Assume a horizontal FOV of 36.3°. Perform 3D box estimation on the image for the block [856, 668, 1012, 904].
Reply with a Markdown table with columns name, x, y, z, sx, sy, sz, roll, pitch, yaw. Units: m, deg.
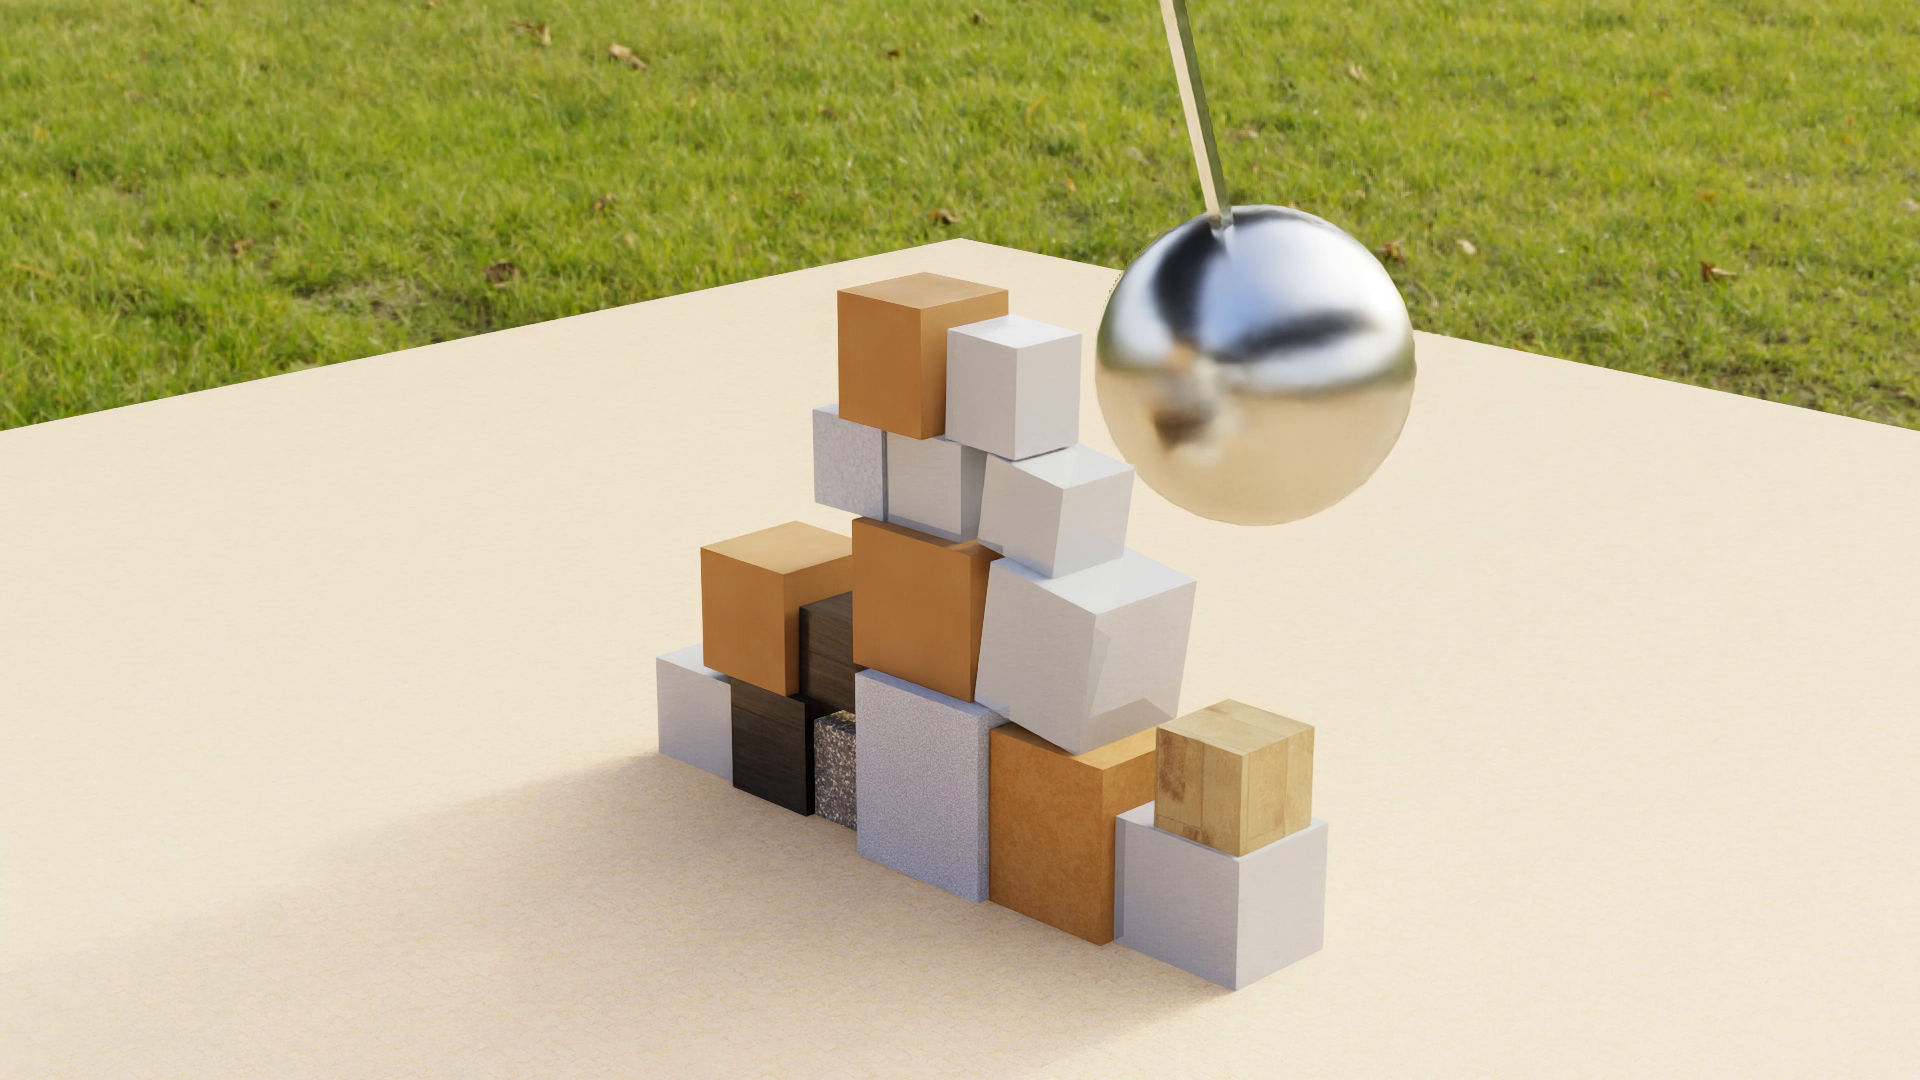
| name | x | y | z | sx | sy | sz | roll | pitch | yaw |
| --- | --- | --- | --- | --- | --- | --- | --- | --- | --- |
| block | 0.102 | 1.031 | 13.570 | 0.855 | 0.897 | 0.787 | -17 | 24 | -42 |

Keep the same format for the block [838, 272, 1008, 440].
| name | x | y | z | sx | sy | sz | roll | pitch | yaw |
| --- | --- | --- | --- | --- | --- | --- | --- | --- | --- |
| block | -0.166 | -0.838 | 13.230 | 0.551 | 0.593 | 0.537 | -17 | 24 | -42 |

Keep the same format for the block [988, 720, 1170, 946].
| name | x | y | z | sx | sy | sz | roll | pitch | yaw |
| --- | --- | --- | --- | --- | --- | --- | --- | --- | --- |
| block | 0.607 | 1.229 | 13.062 | 0.672 | 0.823 | 0.677 | -17 | 24 | -42 |

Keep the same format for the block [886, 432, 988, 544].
| name | x | y | z | sx | sy | sz | roll | pitch | yaw |
| --- | --- | --- | --- | --- | --- | --- | --- | --- | --- |
| block | 0.011 | -0.300 | 13.258 | 0.490 | 0.450 | 0.470 | -17 | 24 | -42 |

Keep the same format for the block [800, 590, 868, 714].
| name | x | y | z | sx | sy | sz | roll | pitch | yaw |
| --- | --- | --- | --- | --- | --- | --- | --- | --- | --- |
| block | -0.432 | 0.534 | 13.983 | 0.456 | 0.437 | 0.493 | -17 | 25 | -42 |

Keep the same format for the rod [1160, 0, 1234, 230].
| name | x | y | z | sx | sy | sz | roll | pitch | yaw |
| --- | --- | --- | --- | --- | --- | --- | --- | --- | --- |
| rod | 0.636 | -3.661 | 12.857 | 0.080 | 5.200 | 0.080 | 17 | 44 | 42 |

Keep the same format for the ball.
| name | x | y | z | sx | sy | sz | roll | pitch | yaw |
| --- | --- | --- | --- | --- | --- | --- | --- | --- | --- |
| ball | 1.467 | -0.867 | 14.607 | 1.600 | 1.600 | 1.600 | 0 | 17 | 0 |

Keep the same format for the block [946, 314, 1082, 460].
| name | x | y | z | sx | sy | sz | roll | pitch | yaw |
| --- | --- | --- | --- | --- | --- | --- | --- | --- | --- |
| block | 0.234 | -0.676 | 12.877 | 0.402 | 0.499 | 0.431 | -16 | 26 | -42 |

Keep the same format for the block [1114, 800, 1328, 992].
| name | x | y | z | sx | sy | sz | roll | pitch | yaw |
| --- | --- | --- | --- | --- | --- | --- | --- | --- | --- |
| block | 1.122 | 1.479 | 12.652 | 0.590 | 0.592 | 0.689 | -17 | 24 | -42 |

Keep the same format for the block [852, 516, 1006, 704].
| name | x | y | z | sx | sy | sz | roll | pitch | yaw |
| --- | --- | --- | --- | --- | --- | --- | --- | --- | --- |
| block | 0.012 | 0.246 | 13.420 | 0.669 | 0.690 | 0.762 | -17 | 24 | -42 |

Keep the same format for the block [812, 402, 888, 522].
| name | x | y | z | sx | sy | sz | roll | pitch | yaw |
| --- | --- | --- | --- | --- | --- | --- | --- | --- | --- |
| block | -0.347 | -0.394 | 13.563 | 0.477 | 0.448 | 0.460 | -17 | 23 | -42 |

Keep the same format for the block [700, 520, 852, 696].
| name | x | y | z | sx | sy | sz | roll | pitch | yaw |
| --- | --- | --- | --- | --- | --- | --- | --- | --- | --- |
| block | -0.828 | 0.326 | 14.340 | 0.623 | 0.614 | 0.607 | -17 | 24 | -42 |

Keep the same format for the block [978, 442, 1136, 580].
| name | x | y | z | sx | sy | sz | roll | pitch | yaw |
| --- | --- | --- | --- | --- | --- | --- | --- | --- | --- |
| block | 0.420 | -0.151 | 12.863 | 0.458 | 0.424 | 0.460 | -17 | 32 | -42 |

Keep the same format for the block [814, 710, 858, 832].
| name | x | y | z | sx | sy | sz | roll | pitch | yaw |
| --- | --- | --- | --- | --- | --- | --- | --- | --- | --- |
| block | -0.354 | 1.090 | 14.064 | 0.494 | 0.487 | 0.479 | -17 | 24 | -42 |

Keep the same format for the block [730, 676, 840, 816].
| name | x | y | z | sx | sy | sz | roll | pitch | yaw |
| --- | --- | --- | --- | --- | --- | --- | --- | --- | --- |
| block | -0.734 | 0.938 | 14.388 | 0.554 | 0.583 | 0.539 | -17 | 24 | -42 |

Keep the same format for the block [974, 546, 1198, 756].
| name | x | y | z | sx | sy | sz | roll | pitch | yaw |
| --- | --- | --- | --- | --- | --- | --- | --- | --- | --- |
| block | 0.550 | 0.444 | 12.916 | 0.654 | 0.677 | 0.630 | -17 | 32 | -42 |

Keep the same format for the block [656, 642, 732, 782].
| name | x | y | z | sx | sy | sz | roll | pitch | yaw |
| --- | --- | --- | --- | --- | --- | --- | --- | --- | --- |
| block | -1.136 | 0.844 | 14.804 | 0.511 | 0.513 | 0.610 | -17 | 24 | -42 |

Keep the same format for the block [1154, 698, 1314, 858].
| name | x | y | z | sx | sy | sz | roll | pitch | yaw |
| --- | --- | --- | --- | --- | --- | --- | --- | --- | --- |
| block | 1.160 | 1.002 | 12.423 | 0.474 | 0.454 | 0.472 | -17 | 24 | -42 |
